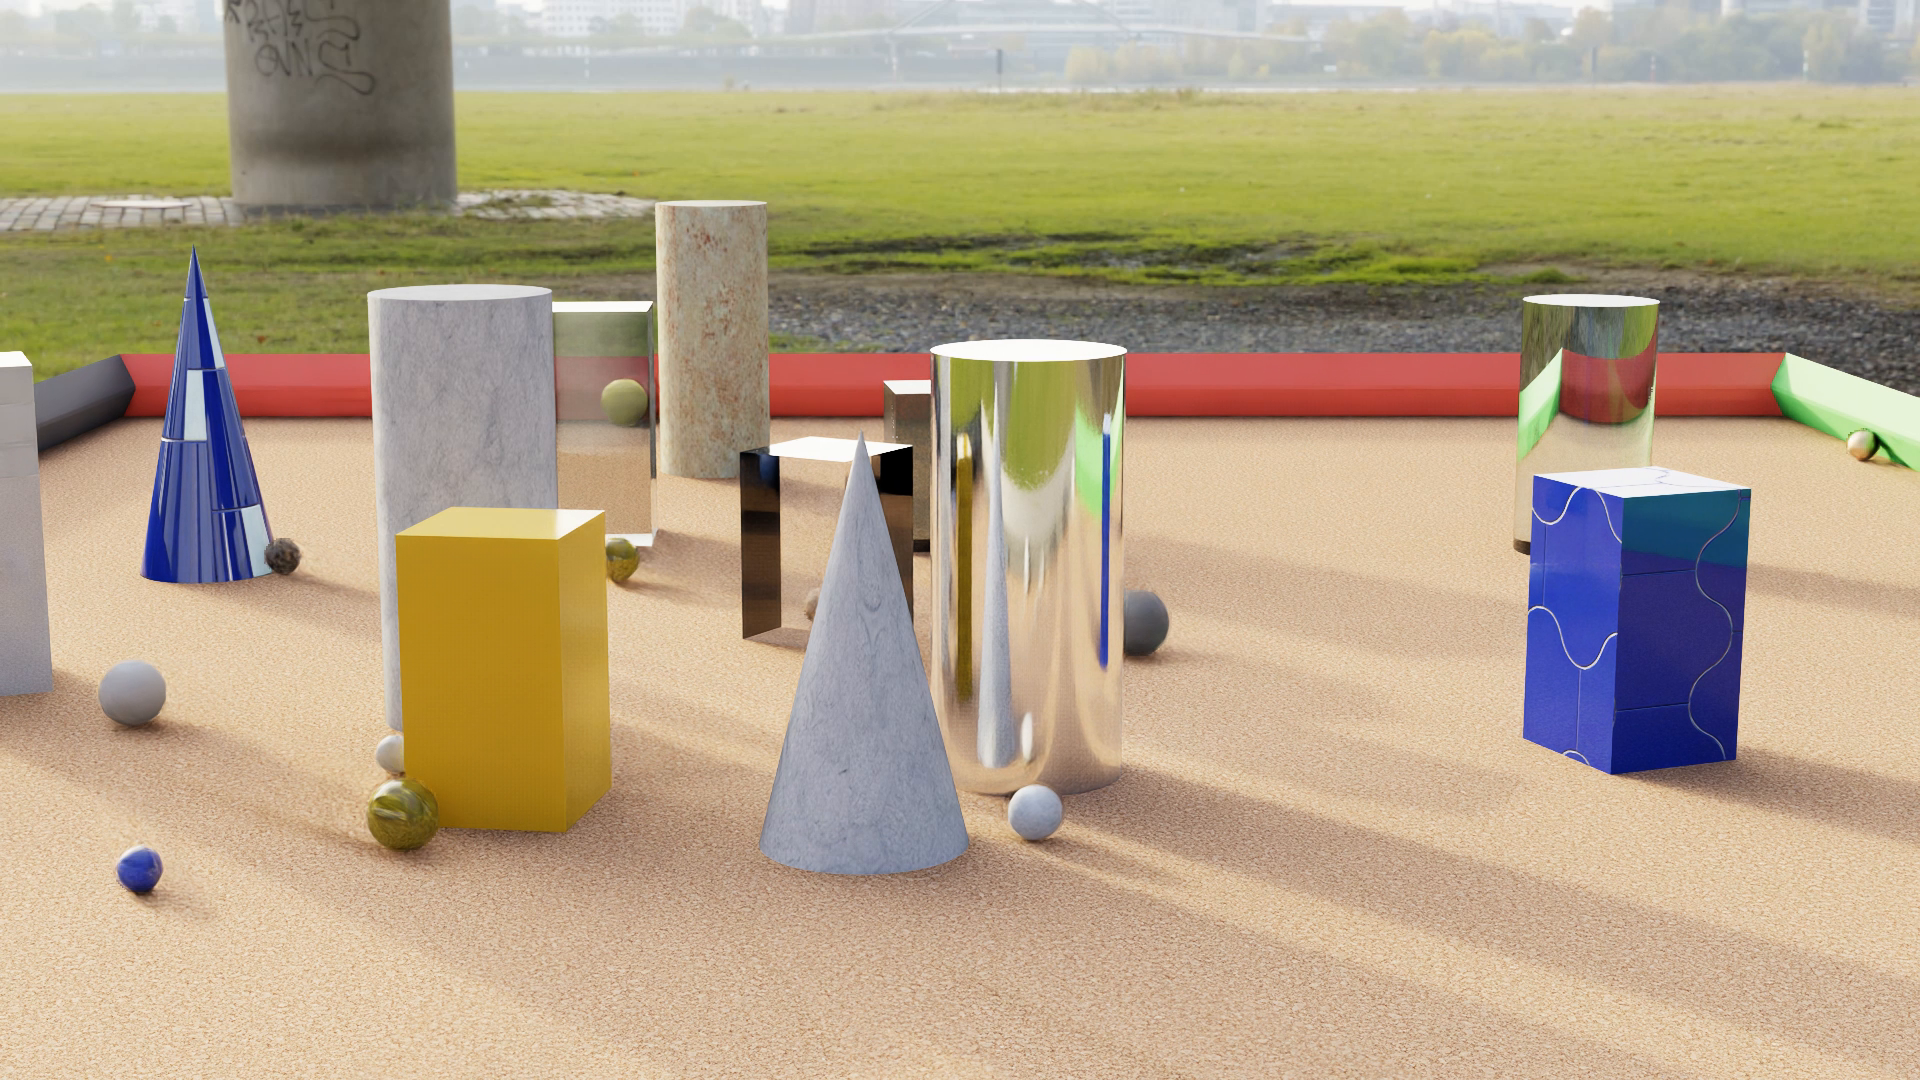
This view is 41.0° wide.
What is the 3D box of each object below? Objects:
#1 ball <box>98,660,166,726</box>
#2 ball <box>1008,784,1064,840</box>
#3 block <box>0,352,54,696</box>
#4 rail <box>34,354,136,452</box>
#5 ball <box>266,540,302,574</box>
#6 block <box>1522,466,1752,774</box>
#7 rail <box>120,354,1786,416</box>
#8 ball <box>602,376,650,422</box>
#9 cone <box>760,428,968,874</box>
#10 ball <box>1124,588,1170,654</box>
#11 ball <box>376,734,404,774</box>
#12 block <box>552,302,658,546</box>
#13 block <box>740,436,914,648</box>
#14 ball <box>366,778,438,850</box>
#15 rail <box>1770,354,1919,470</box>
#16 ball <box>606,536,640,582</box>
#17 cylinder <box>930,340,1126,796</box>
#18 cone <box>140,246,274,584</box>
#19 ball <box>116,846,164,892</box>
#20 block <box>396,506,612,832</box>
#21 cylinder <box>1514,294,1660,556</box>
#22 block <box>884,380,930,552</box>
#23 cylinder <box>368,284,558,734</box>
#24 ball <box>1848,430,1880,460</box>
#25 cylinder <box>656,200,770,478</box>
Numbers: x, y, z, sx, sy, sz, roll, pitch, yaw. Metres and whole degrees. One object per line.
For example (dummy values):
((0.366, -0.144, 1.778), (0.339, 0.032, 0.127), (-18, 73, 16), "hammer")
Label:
((-0.925, 0.171, 2.866), (0.072, 0.072, 0.072), (0, 10, 0), "ball")
((0.072, 0.259, 2.445), (0.053, 0.053, 0.053), (0, 10, 0), "ball")
((-1.174, -0.019, 3.031), (0.160, 0.386, 0.160), (-5, 11, -23), "block")
((-1.729, 0.035, 3.439), (0.045, 0.130, 3.969), (0, 10, 0), "rail")
((-0.981, 0.025, 3.720), (0.049, 0.049, 0.049), (0, 10, 0), "ball")
((0.721, 0.082, 2.745), (0.160, 0.292, 0.160), (-4, 11, -21), "block")
((-0.011, -0.323, 5.377), (3.505, 0.130, 0.045), (0, 10, 0), "rail")
((-0.692, -0.292, 5.309), (0.096, 0.096, 0.096), (0, 10, 0), "ball")
((-0.091, 0.091, 2.402), (0.200, 0.398, 0.200), (0, 10, 0), "cone")
((0.221, 0.102, 3.213), (0.082, 0.082, 0.082), (0, 10, 0), "ball")
((-0.588, 0.223, 2.674), (0.040, 0.040, 0.040), (0, 10, 0), "ball")
((-0.557, -0.182, 3.981), (0.160, 0.361, 0.160), (-1, 10, -3), "block")
((-0.170, 0.003, 3.306), (0.160, 0.244, 0.160), (6, 12, 30), "block")
((-0.524, 0.258, 2.413), (0.067, 0.067, 0.067), (0, 10, 0), "ball")
((1.729, 0.032, 3.458), (0.045, 0.130, 3.969), (0, 10, 0), "rail")
((-0.491, 0.027, 3.668), (0.064, 0.064, 0.064), (0, 10, 0), "ball")
((0.070, 0.024, 2.645), (0.200, 0.442, 0.200), (0, 10, 0), "cylinder")
((-1.096, -0.191, 3.713), (0.200, 0.476, 0.200), (0, 10, 0), "cone")
((-0.733, 0.294, 2.293), (0.040, 0.040, 0.040), (0, 10, 0), "ball")
((-0.447, 0.124, 2.533), (0.160, 0.287, 0.160), (1, 11, 8), "block")
((0.945, -0.172, 3.877), (0.200, 0.380, 0.200), (0, 10, 0), "cylinder")
((-0.029, -0.116, 3.954), (0.160, 0.242, 0.160), (-1, 11, -8), "block")
((-0.550, -0.036, 2.867), (0.200, 0.481, 0.200), (0, 10, 0), "cylinder")
((1.687, -0.177, 4.792), (0.057, 0.057, 0.057), (0, 10, 0), "ball")
((-0.446, -0.367, 4.646), (0.200, 0.483, 0.200), (0, 10, 0), "cylinder")
